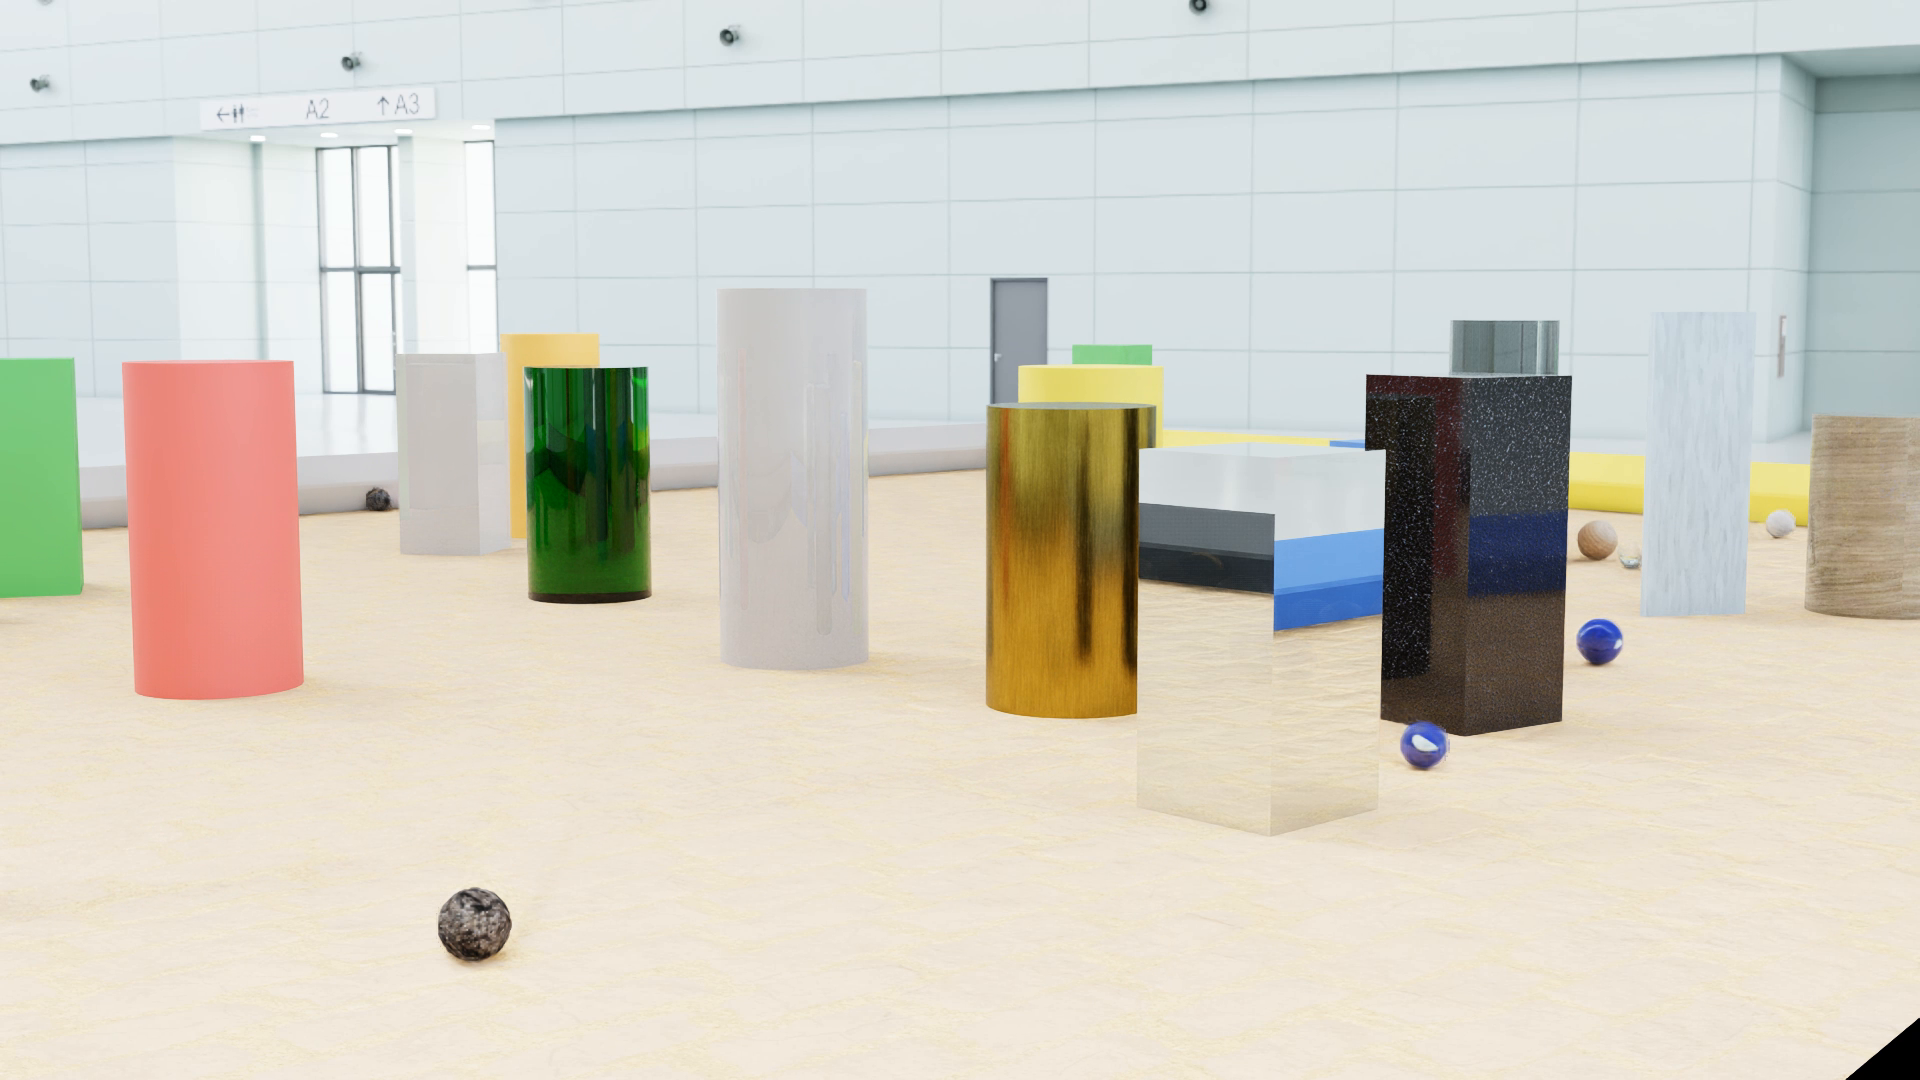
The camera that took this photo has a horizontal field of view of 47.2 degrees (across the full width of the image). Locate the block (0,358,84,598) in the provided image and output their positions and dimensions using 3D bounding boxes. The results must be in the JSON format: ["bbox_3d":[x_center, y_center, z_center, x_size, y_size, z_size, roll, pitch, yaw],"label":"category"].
[{"bbox_3d":[-1.467,-0.101,3.452,0.152,0.366,0.152,-2,6,-20],"label":"block"}]

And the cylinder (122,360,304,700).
[{"bbox_3d":[-0.876,-0.018,2.582,0.190,0.382,0.190,0,6,0],"label":"cylinder"}]

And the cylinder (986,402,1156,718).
[{"bbox_3d":[0.124,0.017,2.468,0.190,0.337,0.190,0,6,0],"label":"cylinder"}]

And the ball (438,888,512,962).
[{"bbox_3d":[-0.332,0.263,1.505,0.050,0.050,0.050,0,6,0],"label":"ball"}]

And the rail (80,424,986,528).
[{"bbox_3d":[-1.353,-0.122,4.790,4.160,0.124,0.045,-6,8,-42],"label":"rail"}]

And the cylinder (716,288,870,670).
[{"bbox_3d":[-0.211,-0.082,2.781,0.190,0.468,0.190,0,6,0],"label":"cylinder"}]

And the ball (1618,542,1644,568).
[{"bbox_3d":[1.152,0.026,3.769,0.047,0.047,0.047,0,6,0],"label":"ball"}]

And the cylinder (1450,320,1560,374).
[{"bbox_3d":[0.970,-0.181,3.936,0.190,0.423,0.190,0,6,0],"label":"cylinder"}]

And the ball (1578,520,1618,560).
[{"bbox_3d":[1.129,0.001,3.894,0.070,0.070,0.070,0,6,0],"label":"ball"}]

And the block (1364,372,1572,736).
[{"bbox_3d":[0.545,0.008,2.377,0.152,0.373,0.152,-4,7,-34],"label":"block"}]

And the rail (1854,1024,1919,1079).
[{"bbox_3d":[1.353,0.186,1.874,4.160,0.124,0.045,-6,8,-42],"label":"rail"}]

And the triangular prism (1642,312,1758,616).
[{"bbox_3d":[1.054,-0.116,3.246,0.165,0.439,0.143,-1,6,-12],"label":"triangular prism"}]

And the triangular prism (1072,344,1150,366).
[{"bbox_3d":[0.340,-0.222,4.584,0.143,0.368,0.165,-4,7,-33],"label":"triangular prism"}]

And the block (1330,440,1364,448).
[{"bbox_3d":[0.564,0.018,2.729,0.152,0.280,0.152,-4,7,-30],"label":"block"}]

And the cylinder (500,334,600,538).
[{"bbox_3d":[-0.803,-0.208,4.323,0.190,0.395,0.190,0,6,0],"label":"cylinder"}]

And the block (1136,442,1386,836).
[{"bbox_3d":[0.265,0.080,1.947,0.152,0.321,0.152,-6,8,-43],"label":"block"}]

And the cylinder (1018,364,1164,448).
[{"bbox_3d":[0.172,-0.045,2.908,0.190,0.368,0.190,0,6,0],"label":"cylinder"}]

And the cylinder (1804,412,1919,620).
[{"bbox_3d":[1.347,-0.039,3.229,0.190,0.290,0.190,0,6,0],"label":"cylinder"}]

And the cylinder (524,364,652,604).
[{"bbox_3d":[-0.573,-0.090,3.392,0.190,0.355,0.190,0,6,0],"label":"cylinder"}]

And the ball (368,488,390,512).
[{"bbox_3d":[-1.275,-0.087,4.828,0.049,0.049,0.049,0,6,0],"label":"ball"}]

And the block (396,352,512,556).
[{"bbox_3d":[-0.928,-0.161,4.034,0.152,0.363,0.152,1,6,10],"label":"block"}]

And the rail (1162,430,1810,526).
[{"bbox_3d":[1.511,-0.114,4.719,0.045,0.124,4.038,-6,8,-42],"label":"rail"}]

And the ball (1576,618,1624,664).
[{"bbox_3d":[0.802,0.127,2.757,0.057,0.057,0.057,0,6,0],"label":"ball"}]

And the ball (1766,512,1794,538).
[{"bbox_3d":[1.594,-0.030,4.276,0.052,0.052,0.052,0,6,0],"label":"ball"}]

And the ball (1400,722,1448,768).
[{"bbox_3d":[0.450,0.199,2.134,0.046,0.046,0.046,0,6,0],"label":"ball"}]
